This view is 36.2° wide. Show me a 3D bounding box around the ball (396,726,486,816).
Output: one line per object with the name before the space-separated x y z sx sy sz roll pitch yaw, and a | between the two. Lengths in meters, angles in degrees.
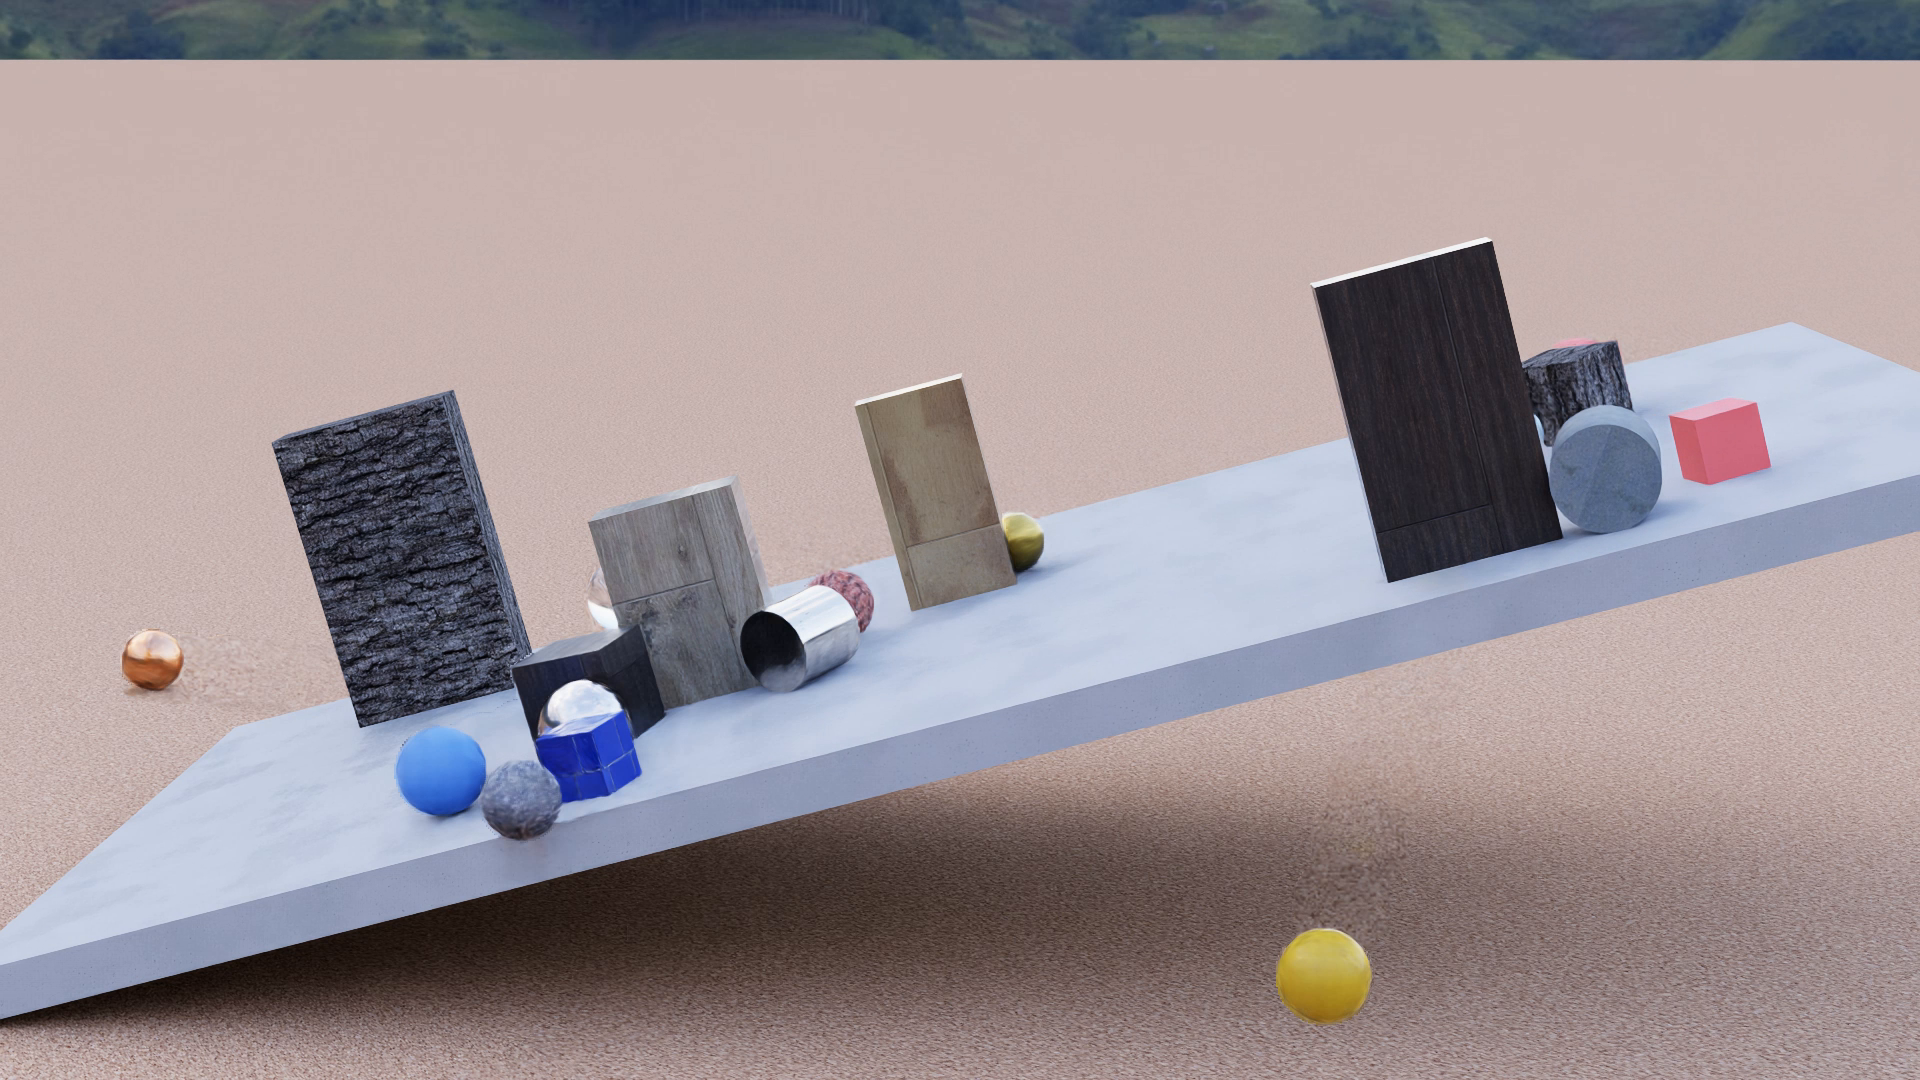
ball | -1.006 0.448 5.707 0.173 0.173 0.173 0 10 0

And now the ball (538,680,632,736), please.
ball | -0.733 0.363 5.744 0.182 0.182 0.182 0 10 0

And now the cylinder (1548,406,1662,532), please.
cylinder | 1.205 -0.134 5.490 0.203 0.203 0.203 2 13 12

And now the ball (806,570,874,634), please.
ball | -0.265 0.143 6.373 0.157 0.157 0.157 0 10 0

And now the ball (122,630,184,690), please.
ball | -2.277 0.338 8.293 0.169 0.169 0.169 0 10 0

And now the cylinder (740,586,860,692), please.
cylinder | -0.329 0.203 6.063 0.175 0.175 0.175 7 21 36

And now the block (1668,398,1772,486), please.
block | 1.458 -0.190 5.647 0.128 0.128 0.128 -16 9 -6

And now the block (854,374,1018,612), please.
block | -0.051 -0.105 6.509 0.242 0.475 0.086 -15 9 4

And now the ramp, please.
ramp | 0.079 0.191 6.330 4.000 0.100 2.000 -15 9 4

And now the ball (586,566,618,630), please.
ball | -0.822 0.138 7.220 0.187 0.187 0.187 0 10 0

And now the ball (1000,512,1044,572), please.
ball | 0.125 0.004 6.641 0.134 0.134 0.134 0 10 0

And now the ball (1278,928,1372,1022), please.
ball | 0.637 0.761 5.143 0.164 0.164 0.164 0 10 0

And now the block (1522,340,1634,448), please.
block | 1.334 -0.317 6.437 0.181 0.181 0.181 -6 13 46

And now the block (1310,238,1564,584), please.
block | 0.889 -0.241 5.483 0.334 0.572 0.085 -15 9 4

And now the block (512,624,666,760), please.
block | -0.759 0.312 6.025 0.202 0.202 0.202 -12 10 20

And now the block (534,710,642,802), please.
block | -0.704 0.412 5.576 0.128 0.128 0.128 -11 10 25

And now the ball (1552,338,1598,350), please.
ball | 1.394 -0.364 6.624 0.181 0.181 0.181 0 10 0

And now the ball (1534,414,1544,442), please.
ball | 1.141 -0.210 6.165 0.165 0.165 0.165 0 10 0

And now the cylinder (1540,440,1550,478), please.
cylinder | 1.083 -0.141 5.905 0.146 0.146 0.146 -6 3 -32

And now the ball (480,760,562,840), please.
ball | -0.799 0.473 5.356 0.146 0.146 0.146 0 10 0

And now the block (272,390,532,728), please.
block | -1.306 0.044 6.946 0.415 0.704 0.148 -15 9 4

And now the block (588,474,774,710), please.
block | -0.566 0.115 6.192 0.309 0.425 0.141 -15 9 4
